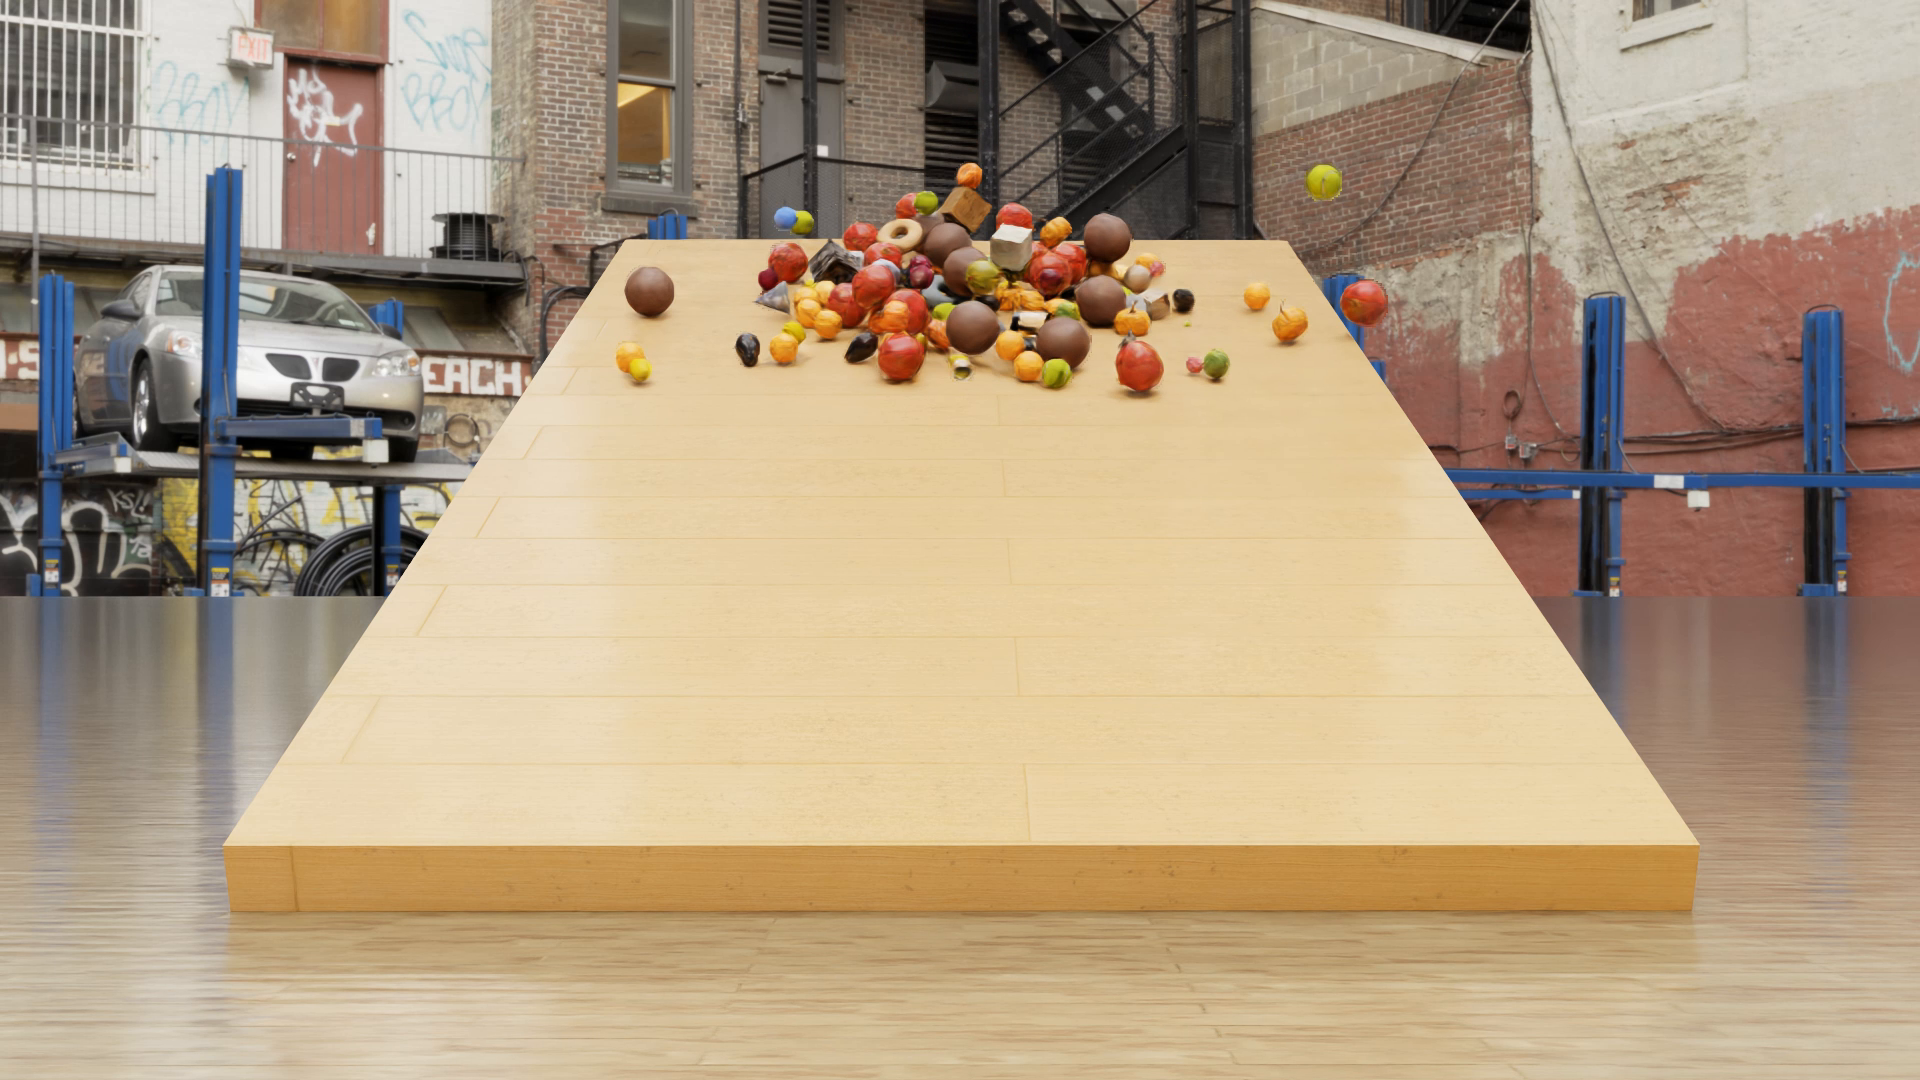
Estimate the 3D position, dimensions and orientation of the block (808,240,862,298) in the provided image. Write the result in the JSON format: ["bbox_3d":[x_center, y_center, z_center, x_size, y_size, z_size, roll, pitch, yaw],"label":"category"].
[{"bbox_3d":[-0.336,-0.729,6.055,0.092,0.092,0.092,30,-64,-37],"label":"block"}]

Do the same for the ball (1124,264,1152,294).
[{"bbox_3d":[0.484,-0.712,6.152,0.078,0.078,0.078,0,-1,0],"label":"ball"}]

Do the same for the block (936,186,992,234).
[{"bbox_3d":[0.012,-0.943,6.456,0.096,0.096,0.096,38,-10,-23],"label":"block"}]

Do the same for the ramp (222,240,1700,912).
[{"bbox_3d":[-0.004,-0.200,4.959,2.000,0.100,4.000,0,19,0],"label":"ramp"}]

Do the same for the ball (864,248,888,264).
[{"bbox_3d":[-0.243,-0.775,6.319,0.084,0.084,0.084,0,-1,0],"label":"ball"}]

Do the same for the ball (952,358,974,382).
[{"bbox_3d":[0.006,-0.400,5.297,0.053,0.053,0.053,0,-1,0],"label":"ball"}]

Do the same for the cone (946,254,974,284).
[{"bbox_3d":[0.019,-0.749,6.236,0.090,0.090,0.090,0,11,21],"label":"cone"}]

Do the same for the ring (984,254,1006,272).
[{"bbox_3d":[0.135,-0.800,6.399,0.148,0.049,0.148,-18,11,4],"label":"ring"}]

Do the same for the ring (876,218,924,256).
[{"bbox_3d":[-0.166,-0.836,6.227,0.134,0.134,0.045,0,-43,16],"label":"ring"}]

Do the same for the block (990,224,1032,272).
[{"bbox_3d":[0.136,-0.772,5.954,0.084,0.084,0.084,14,38,19],"label":"block"}]

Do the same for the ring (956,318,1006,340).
[{"bbox_3d":[0.052,-0.533,5.694,0.126,0.042,0.126,0,17,0],"label":"ring"}]

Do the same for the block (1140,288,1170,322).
[{"bbox_3d":[0.505,-0.613,5.872,0.057,0.057,0.057,-26,36,-23],"label":"block"}]

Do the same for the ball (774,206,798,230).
[{"bbox_3d":[-0.476,-0.881,6.178,0.062,0.062,0.062,0,-1,0],"label":"ball"}]

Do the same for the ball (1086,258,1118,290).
[{"bbox_3d":[0.389,-0.727,6.181,0.087,0.087,0.087,0,-1,0],"label":"ball"}]

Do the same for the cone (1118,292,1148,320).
[{"bbox_3d":[0.450,-0.595,5.884,0.078,0.078,0.078,0,-14,6],"label":"cone"}]

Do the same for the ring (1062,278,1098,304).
[{"bbox_3d":[0.320,-0.667,6.046,0.108,0.036,0.108,-24,14,7],"label":"ring"}]

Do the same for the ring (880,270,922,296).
[{"bbox_3d":[-0.161,-0.694,6.091,0.116,0.039,0.116,-6,-18,-2],"label":"ring"}]

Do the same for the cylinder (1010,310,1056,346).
[{"bbox_3d":[0.178,-0.517,5.506,0.085,0.085,0.085,7,2,23],"label":"cylinder"}]

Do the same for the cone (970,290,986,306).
[{"bbox_3d":[0.034,-0.651,6.048,0.070,0.070,0.070,0,-7,1],"label":"cone"}]

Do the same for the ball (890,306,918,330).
[{"bbox_3d":[-0.143,-0.567,5.792,0.070,0.070,0.070,0,-1,0],"label":"ball"}]

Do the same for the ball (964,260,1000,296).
[{"bbox_3d":[0.057,-0.673,5.777,0.091,0.091,0.091,0,-1,0],"label":"ball"}]

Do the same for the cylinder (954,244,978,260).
[{"bbox_3d":[0.016,-0.796,6.284,0.055,0.055,0.055,5,-2,-15],"label":"cylinder"}]

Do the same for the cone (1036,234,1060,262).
[{"bbox_3d":[0.272,-0.823,6.483,0.077,0.077,0.077,-1,-44,39],"label":"cone"}]

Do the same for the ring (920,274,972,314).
[{"bbox_3d":[-0.037,-0.649,5.961,0.139,0.139,0.046,1,-44,-22],"label":"ring"}]

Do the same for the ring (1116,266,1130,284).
[{"bbox_3d":[0.450,-0.742,6.305,0.101,0.034,0.101,0,21,0],"label":"ring"}]

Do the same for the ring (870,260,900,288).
[{"bbox_3d":[-0.198,-0.703,5.958,0.086,0.086,0.029,-1,42,24],"label":"ring"}]
